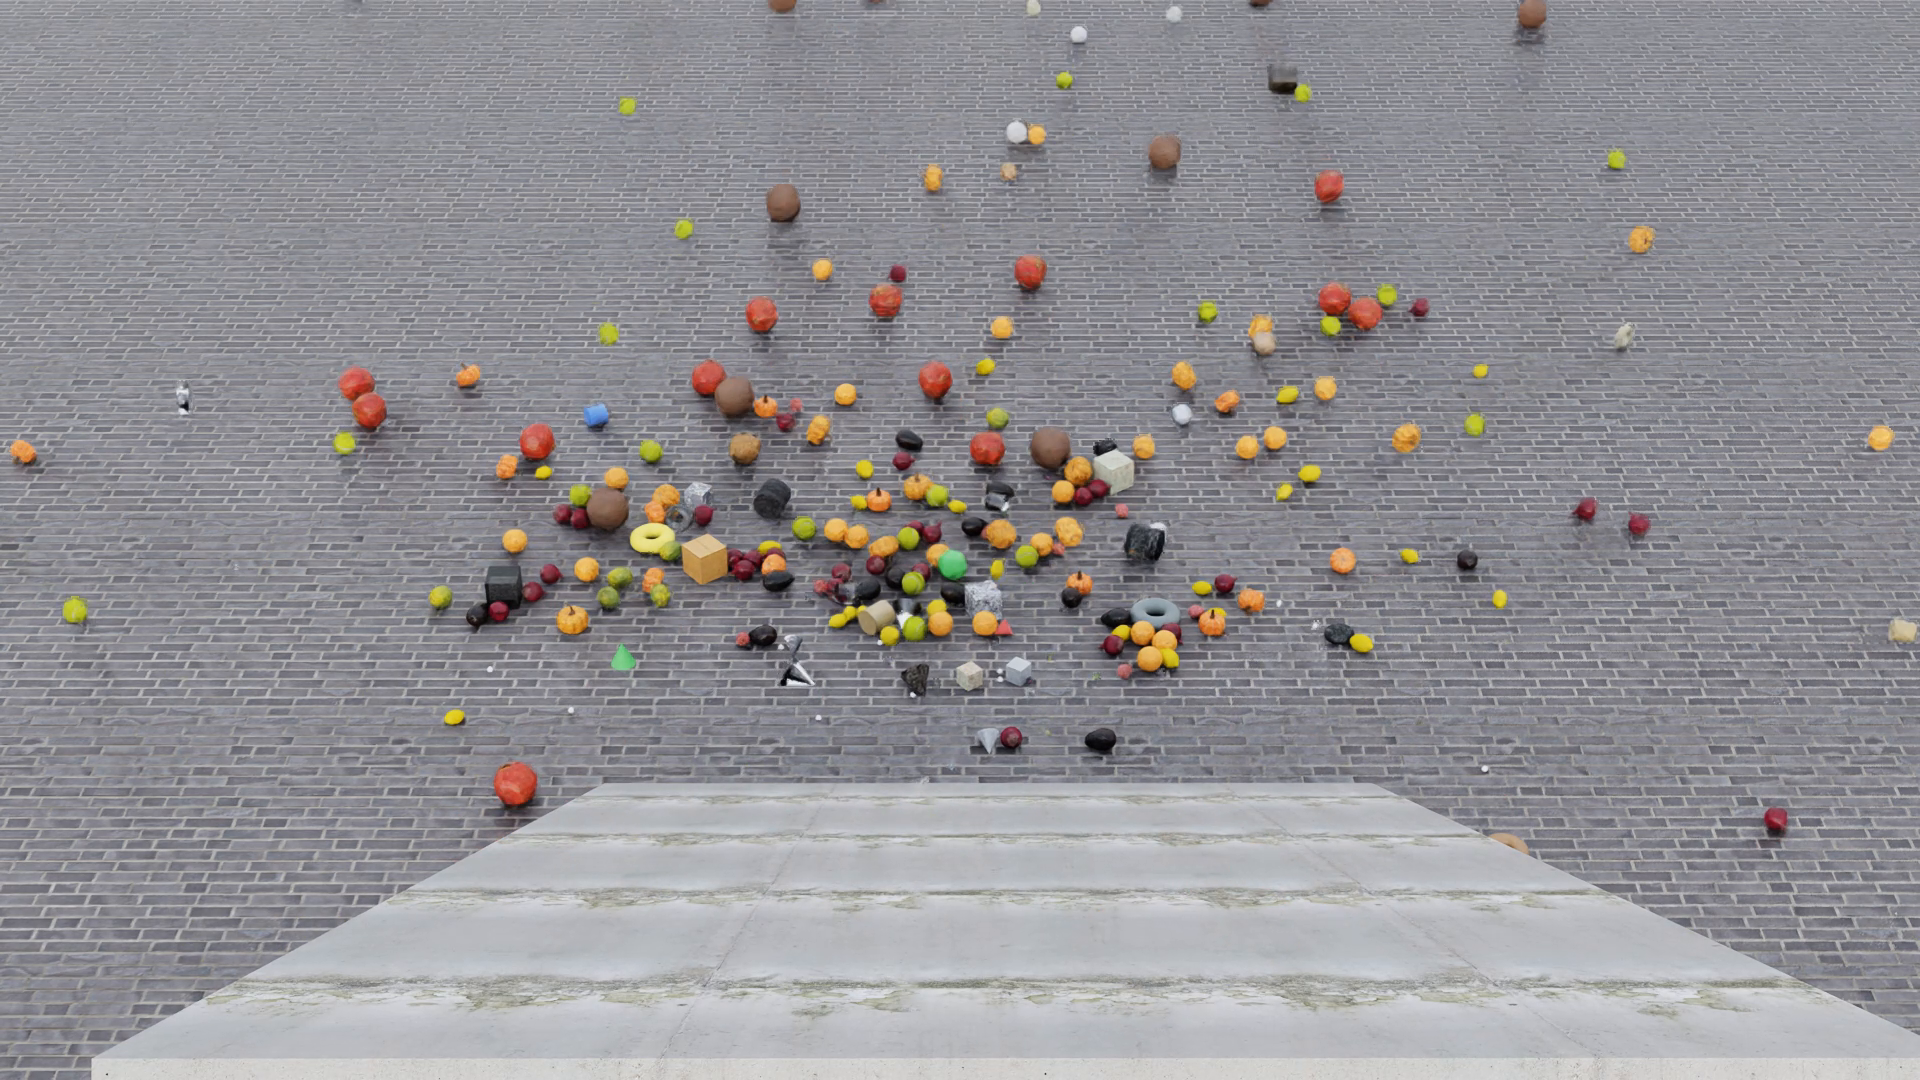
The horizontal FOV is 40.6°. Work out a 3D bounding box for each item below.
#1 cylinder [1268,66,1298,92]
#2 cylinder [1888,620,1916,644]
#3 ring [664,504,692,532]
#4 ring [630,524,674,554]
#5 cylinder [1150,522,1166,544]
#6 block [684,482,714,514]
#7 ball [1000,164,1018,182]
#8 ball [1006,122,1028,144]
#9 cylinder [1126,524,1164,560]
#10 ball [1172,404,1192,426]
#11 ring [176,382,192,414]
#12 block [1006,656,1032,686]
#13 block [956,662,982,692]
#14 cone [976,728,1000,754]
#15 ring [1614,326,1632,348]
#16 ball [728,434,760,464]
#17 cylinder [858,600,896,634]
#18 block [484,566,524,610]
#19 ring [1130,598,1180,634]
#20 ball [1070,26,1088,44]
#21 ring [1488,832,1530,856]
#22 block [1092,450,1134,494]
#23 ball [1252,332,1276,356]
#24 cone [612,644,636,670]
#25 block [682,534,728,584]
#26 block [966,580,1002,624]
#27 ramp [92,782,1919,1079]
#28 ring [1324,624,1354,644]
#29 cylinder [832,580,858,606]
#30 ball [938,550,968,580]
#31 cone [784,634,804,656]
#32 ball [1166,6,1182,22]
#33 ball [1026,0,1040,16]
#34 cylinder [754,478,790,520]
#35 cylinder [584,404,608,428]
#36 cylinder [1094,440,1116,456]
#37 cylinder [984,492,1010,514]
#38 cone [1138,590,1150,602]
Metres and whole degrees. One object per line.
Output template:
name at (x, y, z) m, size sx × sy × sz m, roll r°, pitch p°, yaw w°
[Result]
cylinder at (1.330, -1.900, 10.685) m, size 0.099 × 0.099 × 0.099 m, roll -1°, pitch 33°, yaw -5°
cylinder at (2.692, 0.261, 7.410) m, size 0.060 × 0.060 × 0.060 m, roll 9°, pitch 34°, yaw 7°
ring at (-0.859, -0.065, 7.917) m, size 0.088 × 0.088 × 0.029 m, roll 5°, pitch -8°, yaw 7°
ring at (-0.930, -0.004, 7.847) m, size 0.137 × 0.046 × 0.137 m, roll -1°, pitch 33°, yaw 1°
cylinder at (0.598, -0.015, 7.855) m, size 0.054 × 0.054 × 0.054 m, roll 3°, pitch 33°, yaw 5°
block at (-0.808, -0.131, 8.022) m, size 0.065 × 0.065 × 0.065 m, roll 14°, pitch 36°, yaw 20°
ball at (0.187, -1.415, 9.976) m, size 0.069 × 0.069 × 0.069 m, roll 0°, pitch 33°, yaw 0°
ball at (0.224, -1.612, 10.261) m, size 0.087 × 0.087 × 0.087 m, roll 0°, pitch 33°, yaw 0°
cylinder at (0.555, 0.006, 7.786) m, size 0.093 × 0.093 × 0.093 m, roll 12°, pitch 35°, yaw 18°
ball at (0.722, -0.407, 8.440) m, size 0.068 × 0.068 × 0.068 m, roll 0°, pitch 33°, yaw 0°
ring at (-2.537, -0.464, 8.481) m, size 0.036 × 0.109 × 0.109 m, roll -3°, pitch 33°, yaw -6°
block at (0.164, 0.369, 7.272) m, size 0.052 × 0.052 × 0.052 m, roll 21°, pitch 39°, yaw 29°
block at (0.027, 0.381, 7.253) m, size 0.052 × 0.052 × 0.052 m, roll -23°, pitch 40°, yaw -31°
cone at (0.077, 0.551, 7.015) m, size 0.063 × 0.063 × 0.063 m, roll -3°, pitch 60°, yaw -4°
ring at (2.265, -0.693, 8.859) m, size 0.029 × 0.086 × 0.086 m, roll 31°, pitch 44°, yaw 34°
ball at (-0.685, -0.289, 8.232) m, size 0.100 × 0.100 × 0.100 m, roll 0°, pitch 33°, yaw 0°
cylinder at (-0.240, 0.223, 7.472) m, size 0.076 × 0.076 × 0.076 m, roll 28°, pitch 43°, yaw 36°
block at (-1.333, 0.140, 7.585) m, size 0.091 × 0.091 × 0.091 m, roll 0°, pitch 33°, yaw 0°
ring at (0.565, 0.219, 7.503) m, size 0.149 × 0.050 × 0.149 m, roll 1°, pitch 32°, yaw -1°
ball at (0.510, -2.165, 11.117) m, size 0.073 × 0.073 × 0.073 m, roll 0°, pitch 33°, yaw 0°
ring at (1.391, 0.797, 6.628) m, size 0.127 × 0.042 × 0.127 m, roll 1°, pitch 34°, yaw 0°
block at (0.480, -0.213, 8.123) m, size 0.091 × 0.091 × 0.091 m, roll -22°, pitch 39°, yaw -30°
ball at (1.034, -0.668, 8.825) m, size 0.083 × 0.083 × 0.083 m, roll 0°, pitch 33°, yaw 0°
cone at (-0.954, 0.319, 7.331) m, size 0.070 × 0.070 × 0.070 m, roll 0°, pitch 33°, yaw 0°
block at (-0.758, 0.057, 7.708) m, size 0.095 × 0.095 × 0.095 m, roll -24°, pitch 40°, yaw -32°
block at (0.068, 0.180, 7.531) m, size 0.083 × 0.083 × 0.083 m, roll -12°, pitch 35°, yaw -17°
ramp at (0.074, 0.643, 4.764) m, size 2.000 × 0.100 × 4.000 m, roll 0°, pitch -1°, yaw 0°
ring at (1.089, 0.269, 7.444) m, size 0.087 × 0.029 × 0.087 m, roll -1°, pitch 32°, yaw 1°
cylinder at (-0.334, 0.157, 7.563) m, size 0.057 × 0.057 × 0.057 m, roll 25°, pitch 31°, yaw -13°
ball at (-0.021, 0.074, 7.687) m, size 0.089 × 0.089 × 0.089 m, roll 0°, pitch 33°, yaw 0°
cone at (-0.475, 0.306, 7.392) m, size 0.054 × 0.054 × 0.054 m, roll 0°, pitch 60°, yaw 0°
ball at (0.934, -2.294, 11.318) m, size 0.068 × 0.068 × 0.068 m, roll 0°, pitch 33°, yaw 0°
ball at (0.322, -2.334, 11.379) m, size 0.067 × 0.067 × 0.067 m, roll 0°, pitch 33°, yaw 0°
cylinder at (-0.579, -0.126, 7.992) m, size 0.090 × 0.090 × 0.090 m, roll 8°, pitch 34°, yaw 12°
cylinder at (-1.185, -0.405, 8.444) m, size 0.060 × 0.060 × 0.060 m, roll -29°, pitch 42°, yaw -23°
cylinder at (0.464, -0.287, 8.271) m, size 0.052 × 0.052 × 0.052 m, roll -21°, pitch 39°, yaw -29°
cylinder at (0.114, -0.117, 8.007) m, size 0.057 × 0.057 × 0.057 m, roll 15°, pitch 36°, yaw 21°
cone at (0.531, 0.181, 7.584) m, size 0.050 × 0.050 × 0.050 m, roll -38°, pitch 43°, yaw -7°
